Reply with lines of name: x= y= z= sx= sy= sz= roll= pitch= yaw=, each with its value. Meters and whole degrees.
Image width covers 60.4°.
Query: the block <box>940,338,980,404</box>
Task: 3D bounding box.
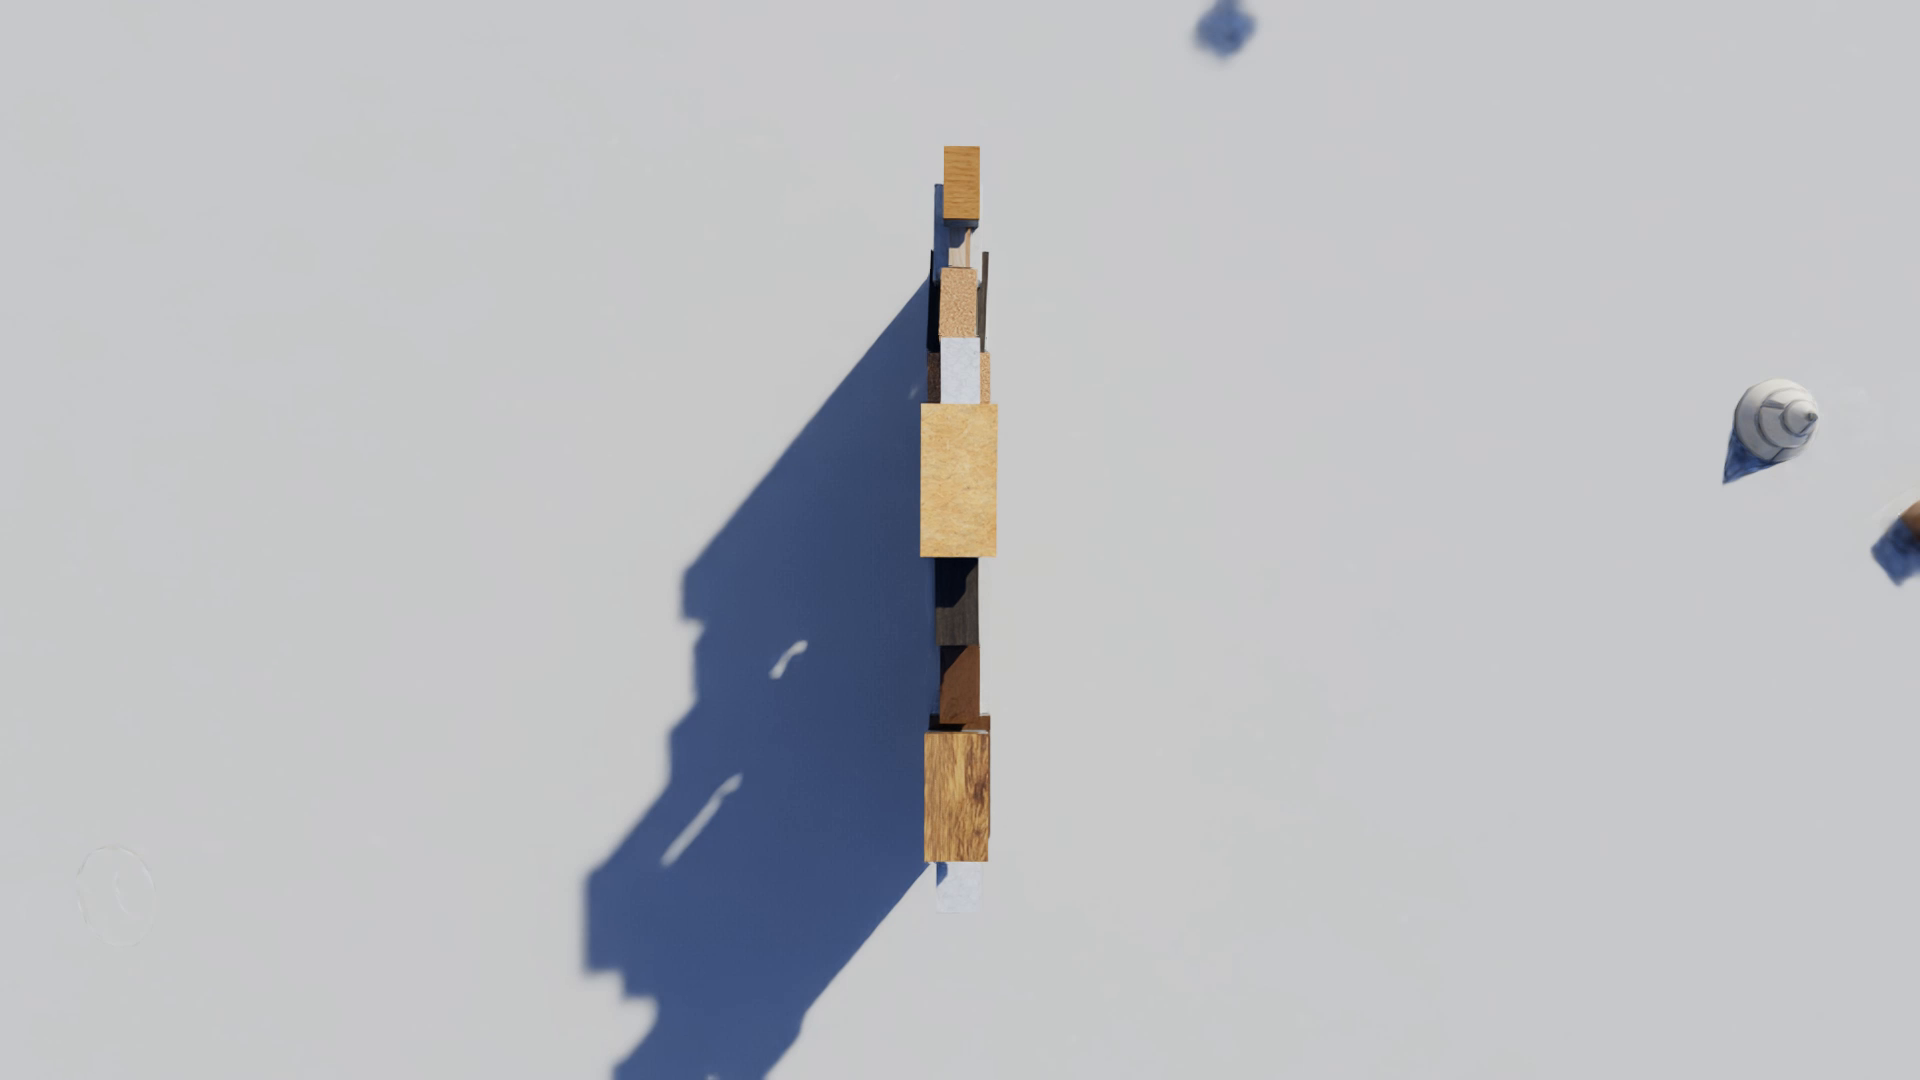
block: x=0.001 y=-0.397 z=4.023 sx=0.095 sy=0.027 sz=0.190 roll=0 pitch=90 yaw=0

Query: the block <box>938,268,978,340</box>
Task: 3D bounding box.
block: x=-0.005 y=-0.592 z=4.157 sx=0.090 sy=0.026 sz=0.181 roll=2 pitch=88 yaw=-1

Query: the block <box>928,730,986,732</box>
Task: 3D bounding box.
block: x=-0.008 y=0.490 z=3.942 sx=0.145 sy=0.291 sz=0.041 roll=0 pitch=90 yaw=0

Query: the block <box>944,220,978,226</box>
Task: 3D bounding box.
block: x=0.003 y=-0.825 z=4.188 sx=0.089 sy=0.178 sz=0.025 roll=1 pitch=90 yaw=0

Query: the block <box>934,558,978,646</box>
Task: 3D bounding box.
block: x=-0.007 y=0.141 z=3.790 sx=0.099 sy=0.028 sz=0.199 roll=0 pitch=90 yaw=0

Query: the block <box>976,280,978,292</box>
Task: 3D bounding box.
block: x=-0.001 y=-0.657 z=4.263 sx=0.090 sy=0.181 sz=0.026 roll=1 pitch=92 yaw=-1

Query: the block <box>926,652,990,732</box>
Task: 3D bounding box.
block: x=-0.005 y=0.482 z=4.460 sx=0.174 sy=0.049 sz=0.348 roll=0 pitch=90 yaw=0

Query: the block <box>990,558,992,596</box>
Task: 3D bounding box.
block: x=0.002 y=-0.017 z=4.723 sx=0.176 sy=0.050 sz=0.353 roll=0 pitch=90 yaw=0

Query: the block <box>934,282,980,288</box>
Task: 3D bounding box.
block: x=-0.006 y=-0.717 z=4.440 sx=0.126 sy=0.251 sz=0.036 roll=3 pitch=90 yaw=0

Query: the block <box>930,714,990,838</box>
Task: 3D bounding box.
block: x=0.000 y=0.587 z=4.109 sx=0.152 sy=0.043 sz=0.304 roll=0 pitch=90 yaw=0

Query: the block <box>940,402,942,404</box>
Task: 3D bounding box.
block: x=0.000 y=-0.334 z=4.131 sx=0.095 sy=0.190 sz=0.027 roll=0 pitch=90 yaw=0

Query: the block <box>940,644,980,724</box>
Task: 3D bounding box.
block: x=0.000 y=0.343 z=3.947 sx=0.095 sy=0.027 sz=0.190 roll=0 pitch=90 yaw=0

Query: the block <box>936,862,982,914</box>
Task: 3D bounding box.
block: x=-0.004 y=0.857 z=4.324 sx=0.117 sy=0.033 sz=0.235 roll=0 pitch=90 yaw=0

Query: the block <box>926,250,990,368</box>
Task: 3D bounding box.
block: x=-0.007 y=-0.641 z=4.586 sx=0.161 sy=0.046 sz=0.322 roll=3 pitch=88 yaw=0

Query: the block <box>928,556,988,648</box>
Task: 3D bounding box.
block: x=-0.006 y=0.119 z=4.023 sx=0.145 sy=0.041 sz=0.291 roll=0 pitch=90 yaw=0

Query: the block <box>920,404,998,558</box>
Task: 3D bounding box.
block: x=-0.002 y=-0.131 z=3.643 sx=0.168 sy=0.048 sz=0.336 roll=0 pitch=90 yaw=0

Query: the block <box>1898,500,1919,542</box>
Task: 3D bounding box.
block: x=3.241 y=-0.066 z=5.420 sx=0.159 sy=0.159 sz=0.159 roll=-36 pitch=90 yaw=0

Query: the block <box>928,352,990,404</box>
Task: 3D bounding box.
block: x=-0.003 y=-0.319 z=4.249 sx=0.161 sy=0.046 sz=0.321 roll=0 pitch=90 yaw=0

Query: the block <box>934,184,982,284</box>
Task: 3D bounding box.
block: x=-0.005 y=-0.798 z=4.296 sx=0.126 sy=0.036 sz=0.251 roll=1 pitch=90 yaw=0

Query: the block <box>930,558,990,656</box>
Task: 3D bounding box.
block: x=0.000 y=0.144 z=4.357 sx=0.159 sy=0.045 sz=0.318 roll=0 pitch=90 yaw=0

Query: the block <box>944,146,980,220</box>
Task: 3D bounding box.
block: x=0.004 y=-0.884 z=4.087 sx=0.089 sy=0.025 sz=0.178 roll=0 pitch=90 yaw=0

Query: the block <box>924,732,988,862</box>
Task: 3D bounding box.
block: x=-0.009 y=0.587 z=3.776 sx=0.145 sy=0.041 sz=0.291 roll=0 pitch=90 yaw=0

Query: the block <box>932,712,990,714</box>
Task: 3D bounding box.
block: x=0.001 y=0.486 z=4.283 sx=0.152 sy=0.304 sz=0.043 roll=0 pitch=90 yaw=0

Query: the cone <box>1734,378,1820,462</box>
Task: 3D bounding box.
cone: x=2.719 y=-0.397 z=5.355 sx=0.280 sy=0.280 sz=0.280 roll=0 pitch=91 yaw=1

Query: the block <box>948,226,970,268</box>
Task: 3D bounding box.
block: x=-0.001 y=-0.737 z=4.163 sx=0.054 sy=0.015 sz=0.107 roll=1 pitch=90 yaw=0
